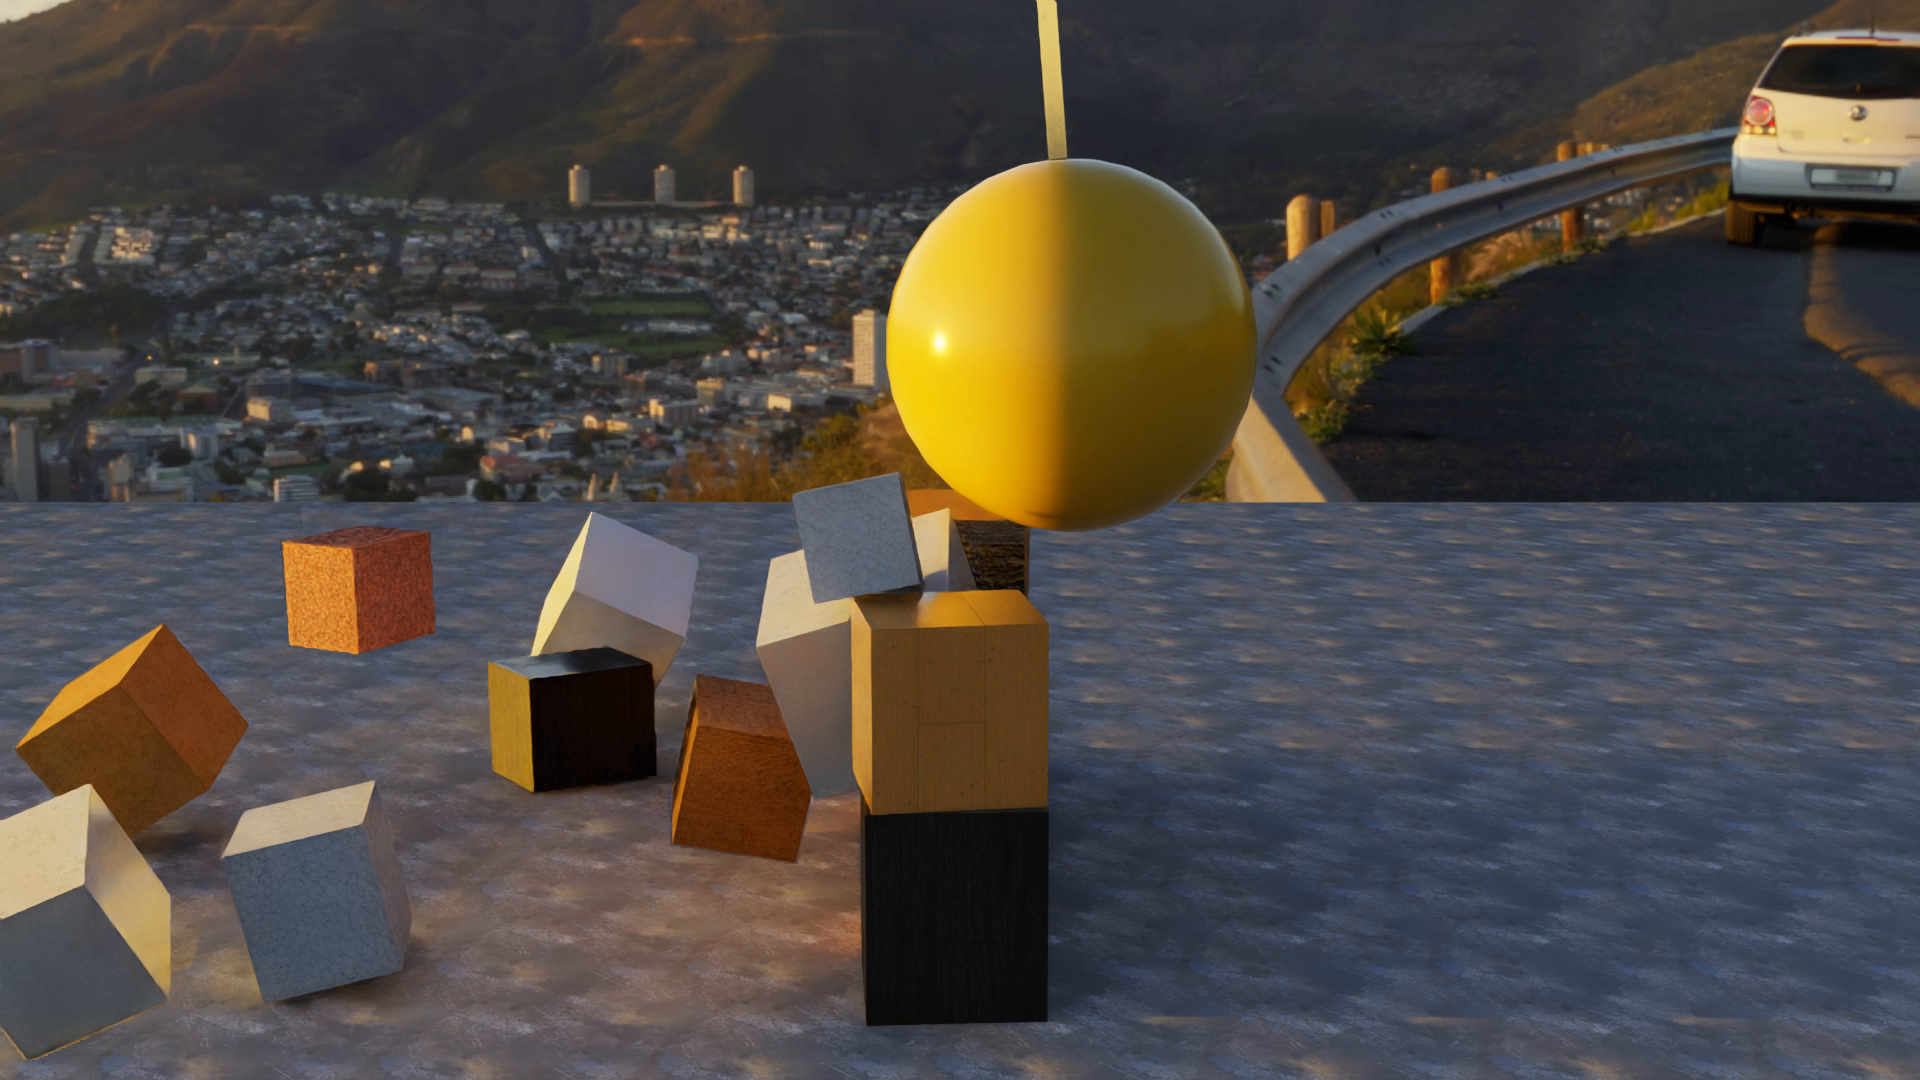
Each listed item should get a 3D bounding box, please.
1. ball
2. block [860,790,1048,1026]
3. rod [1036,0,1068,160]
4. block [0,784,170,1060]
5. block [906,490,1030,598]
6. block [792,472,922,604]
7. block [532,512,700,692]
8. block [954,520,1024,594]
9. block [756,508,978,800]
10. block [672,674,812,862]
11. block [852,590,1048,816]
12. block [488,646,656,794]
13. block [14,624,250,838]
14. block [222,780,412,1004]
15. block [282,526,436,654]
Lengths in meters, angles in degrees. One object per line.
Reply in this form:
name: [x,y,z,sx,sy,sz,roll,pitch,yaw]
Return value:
ball: [0.478,-0.835,11.029,1.600,1.600,1.600,0,10,0]
block: [-0.032,1.349,9.862,0.680,0.817,0.675,-1,10,-4]
rod: [0.207,-4.170,10.422,0.080,5.200,0.080,-4,10,1]
block: [-3.272,1.383,9.322,0.548,0.609,0.597,-23,35,-1]
block: [-0.038,0.106,12.696,0.649,0.665,0.695,1,-3,12]
block: [-0.393,-0.014,9.960,0.409,0.426,0.446,-11,3,1]
block: [-1.887,0.428,13.968,0.646,0.666,0.793,24,29,-14]
block: [-0.022,0.232,11.921,0.640,0.544,0.627,0,10,2]
block: [-0.315,0.456,10.549,0.792,0.721,0.841,-16,23,7]
block: [-0.961,1.019,11.516,0.553,0.582,0.557,10,19,-10]
block: [-0.047,0.602,9.727,0.657,0.700,0.627,-2,11,-9]
block: [-1.960,0.899,12.970,0.657,0.570,0.564,-6,10,-30]
block: [-3.803,0.909,11.828,0.616,0.629,0.638,-31,18,14]
block: [-2.509,1.371,10.074,0.533,0.602,0.627,-13,12,-6]
block: [-2.751,0.221,11.762,0.432,0.478,0.494,5,12,31]
